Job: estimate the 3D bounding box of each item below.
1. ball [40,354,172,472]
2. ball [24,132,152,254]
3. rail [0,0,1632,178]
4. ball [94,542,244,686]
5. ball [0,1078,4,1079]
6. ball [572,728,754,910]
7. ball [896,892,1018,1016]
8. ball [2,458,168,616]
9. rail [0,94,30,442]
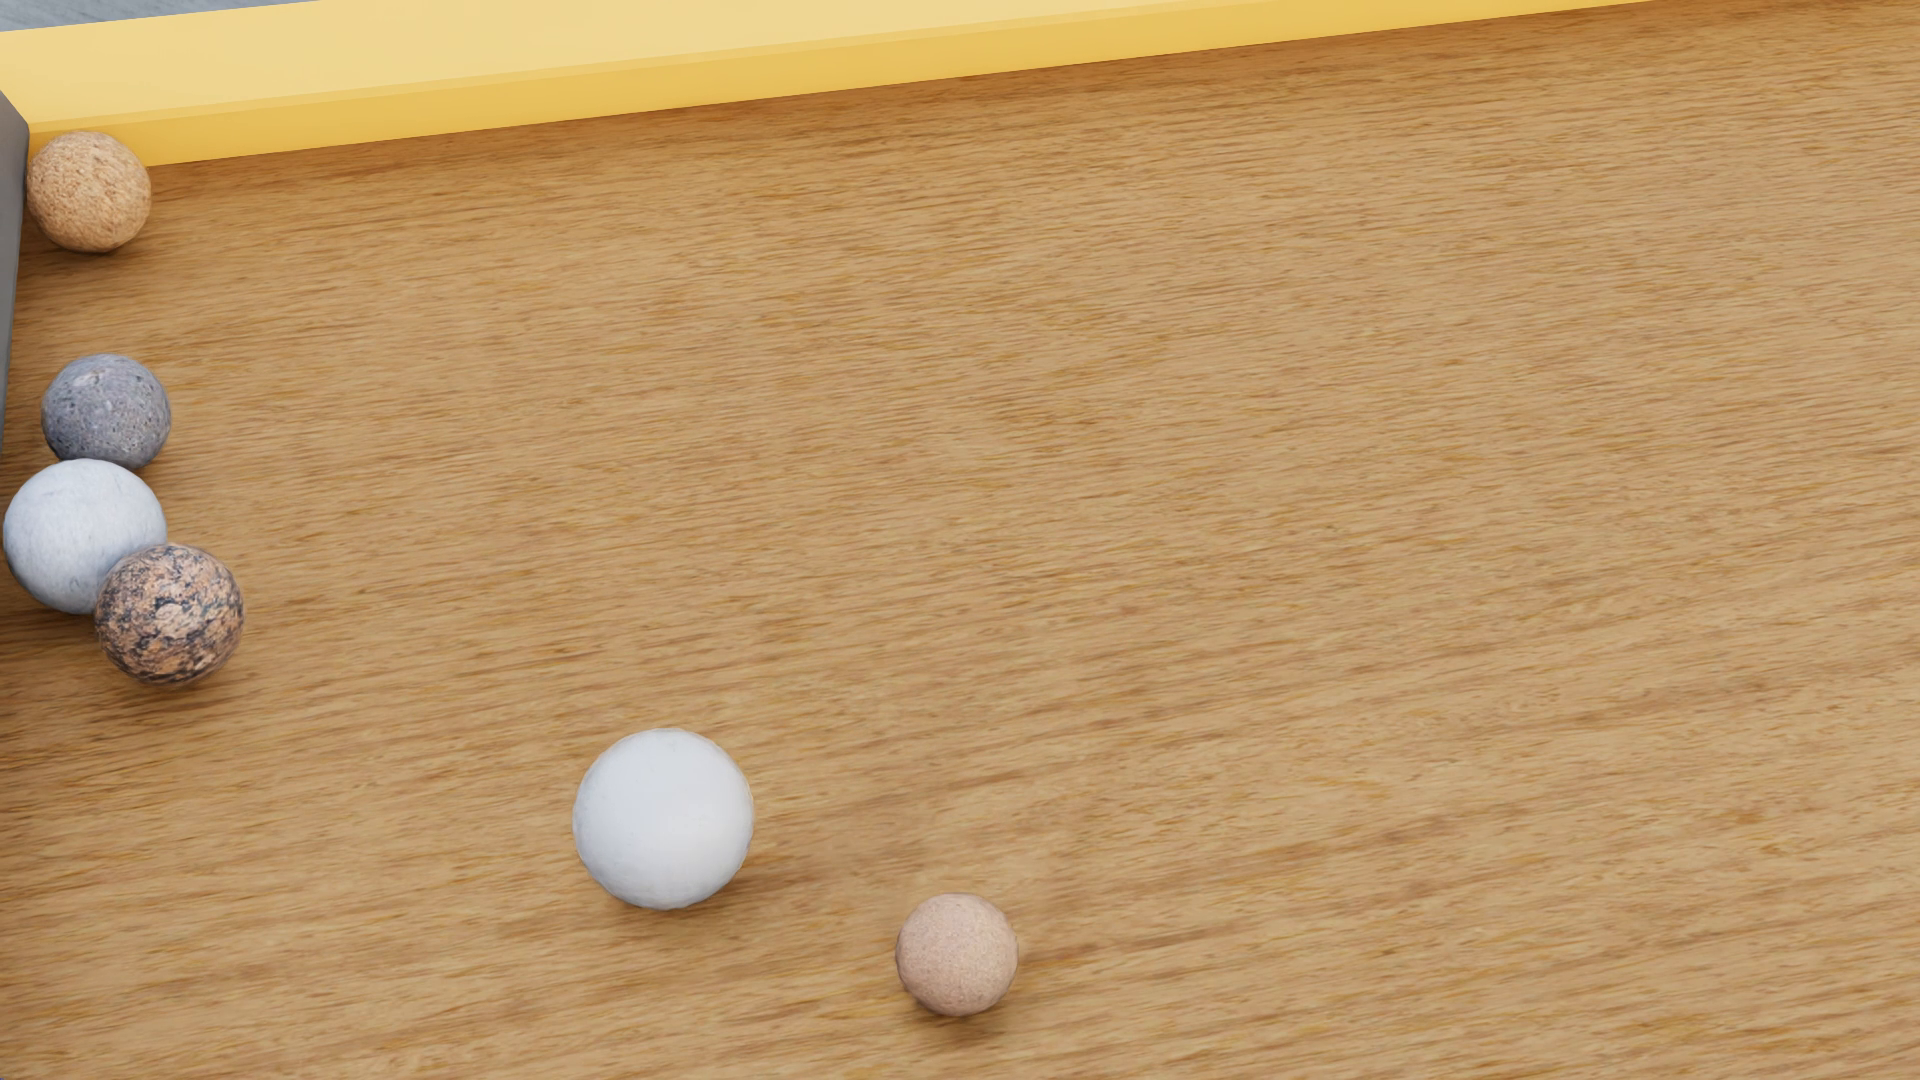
[{"bbox_3d":[-0.582,-0.084,1.748,0.084,0.084,0.084,0,35,0],"label":"ball"},{"bbox_3d":[-0.680,-0.271,2.004,0.094,0.094,0.094,0,35,0],"label":"ball"},{"bbox_3d":[0.435,-0.517,2.319,2.541,0.129,0.045,-8,36,-12],"label":"rail"},{"bbox_3d":[-0.481,0.045,1.561,0.088,0.088,0.088,0,35,0],"label":"ball"},{"bbox_3d":[-0.477,0.288,1.249,0.053,0.053,0.053,0,35,0],"label":"ball"},{"bbox_3d":[-0.162,0.152,1.401,0.099,0.099,0.099,0,35,0],"label":"ball"},{"bbox_3d":[-0.002,0.216,1.340,0.065,0.065,0.065,0,35,0],"label":"ball"},{"bbox_3d":[-0.552,-0.002,1.619,0.099,0.099,0.099,0,35,0],"label":"ball"},{"bbox_3d":[-0.592,0.068,1.492,0.045,0.129,1.501,-8,36,-12],"label":"rail"}]
